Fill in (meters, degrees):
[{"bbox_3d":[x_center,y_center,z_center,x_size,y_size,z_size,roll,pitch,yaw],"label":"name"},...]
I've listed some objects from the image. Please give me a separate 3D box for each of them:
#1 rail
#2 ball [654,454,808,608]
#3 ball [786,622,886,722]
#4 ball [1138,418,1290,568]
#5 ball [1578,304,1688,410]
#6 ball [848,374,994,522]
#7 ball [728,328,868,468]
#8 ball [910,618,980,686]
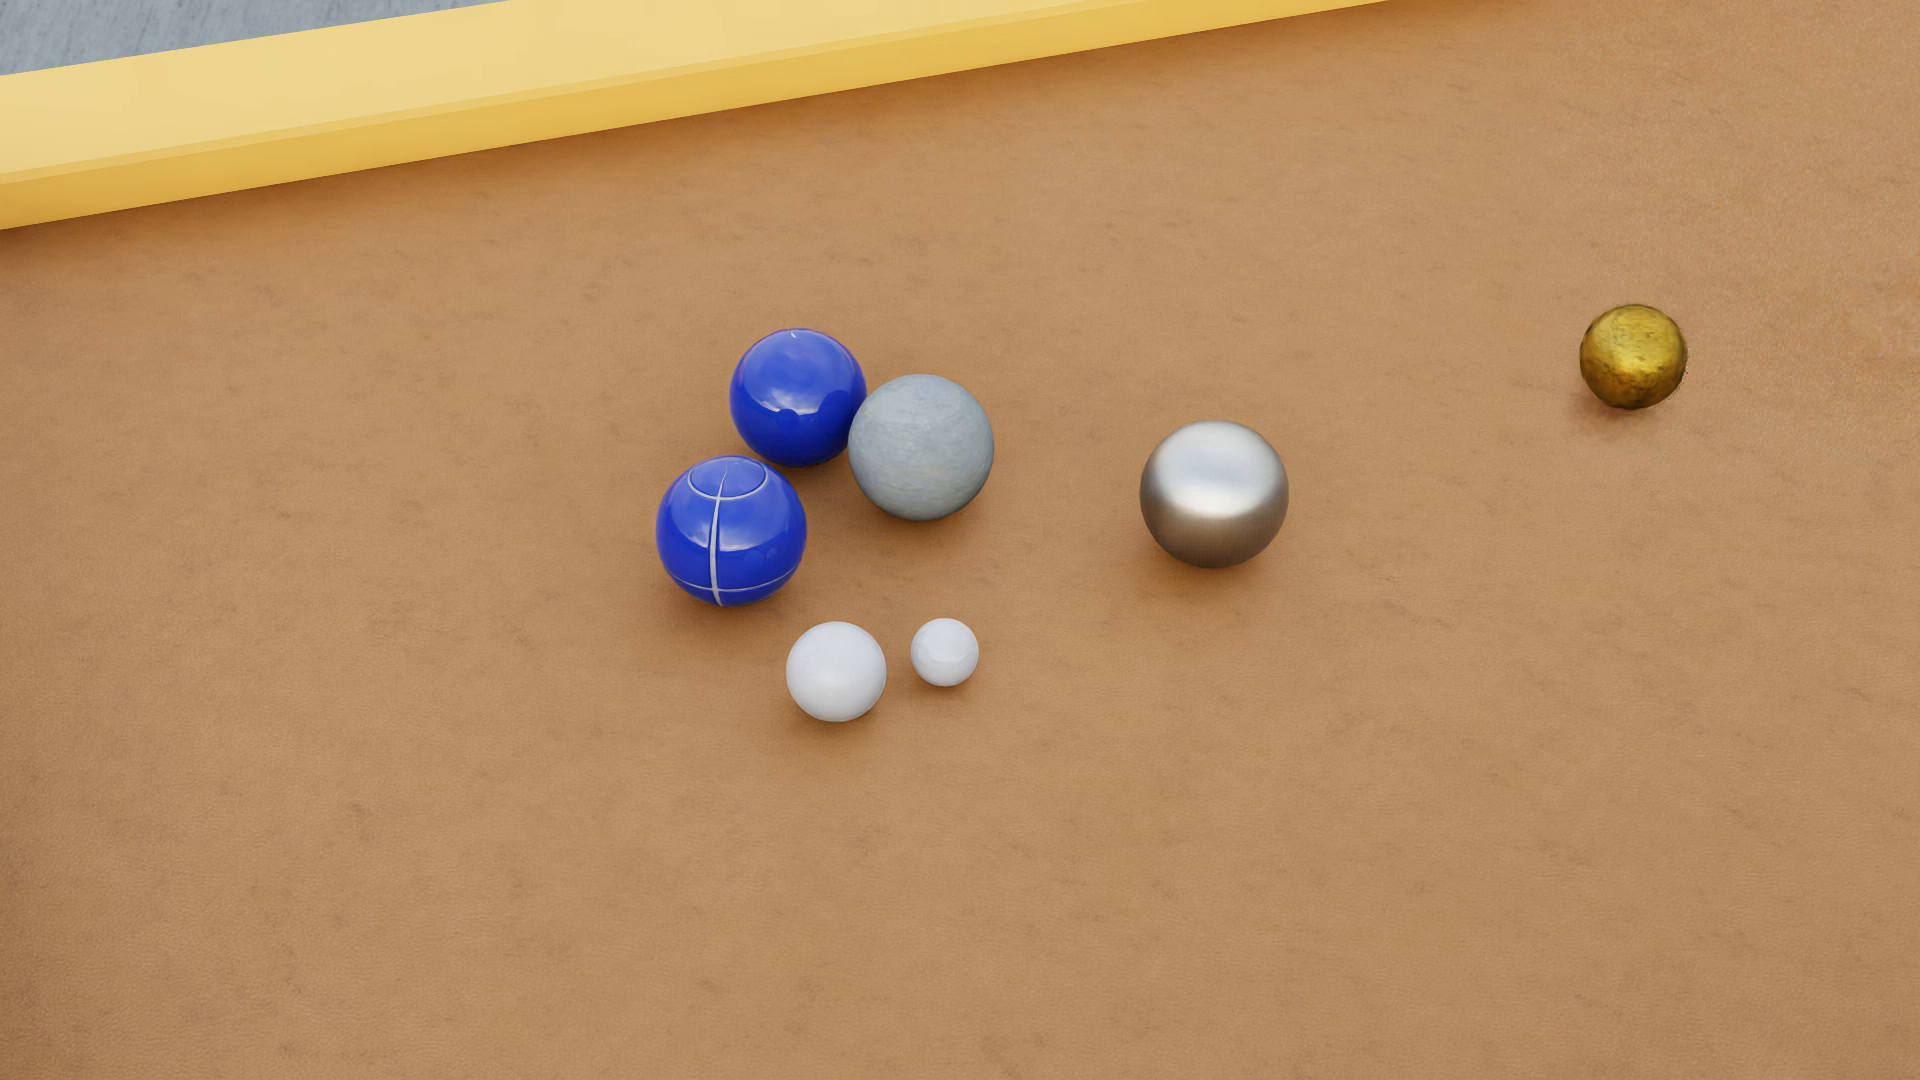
[{"bbox_3d":[0.332,-0.517,2.265,2.503,0.122,0.045,-13,37,-17],"label":"rail"},{"bbox_3d":[-0.139,-0.005,1.561,0.093,0.093,0.093,0,35,0],"label":"ball"},{"bbox_3d":[-0.071,0.076,1.475,0.058,0.058,0.058,0,35,0],"label":"ball"},{"bbox_3d":[0.158,-0.029,1.594,0.093,0.093,0.093,0,35,0],"label":"ball"},{"bbox_3d":[0.459,-0.125,1.750,0.072,0.072,0.072,0,35,0],"label":"ball"},{"bbox_3d":[-0.025,-0.059,1.637,0.094,0.094,0.094,0,35,0],"label":"ball"},{"bbox_3d":[-0.106,-0.093,1.688,0.092,0.092,0.092,0,35,0],"label":"ball"},{"bbox_3d":[-0.009,0.066,1.505,0.040,0.040,0.040,0,35,0],"label":"ball"}]
